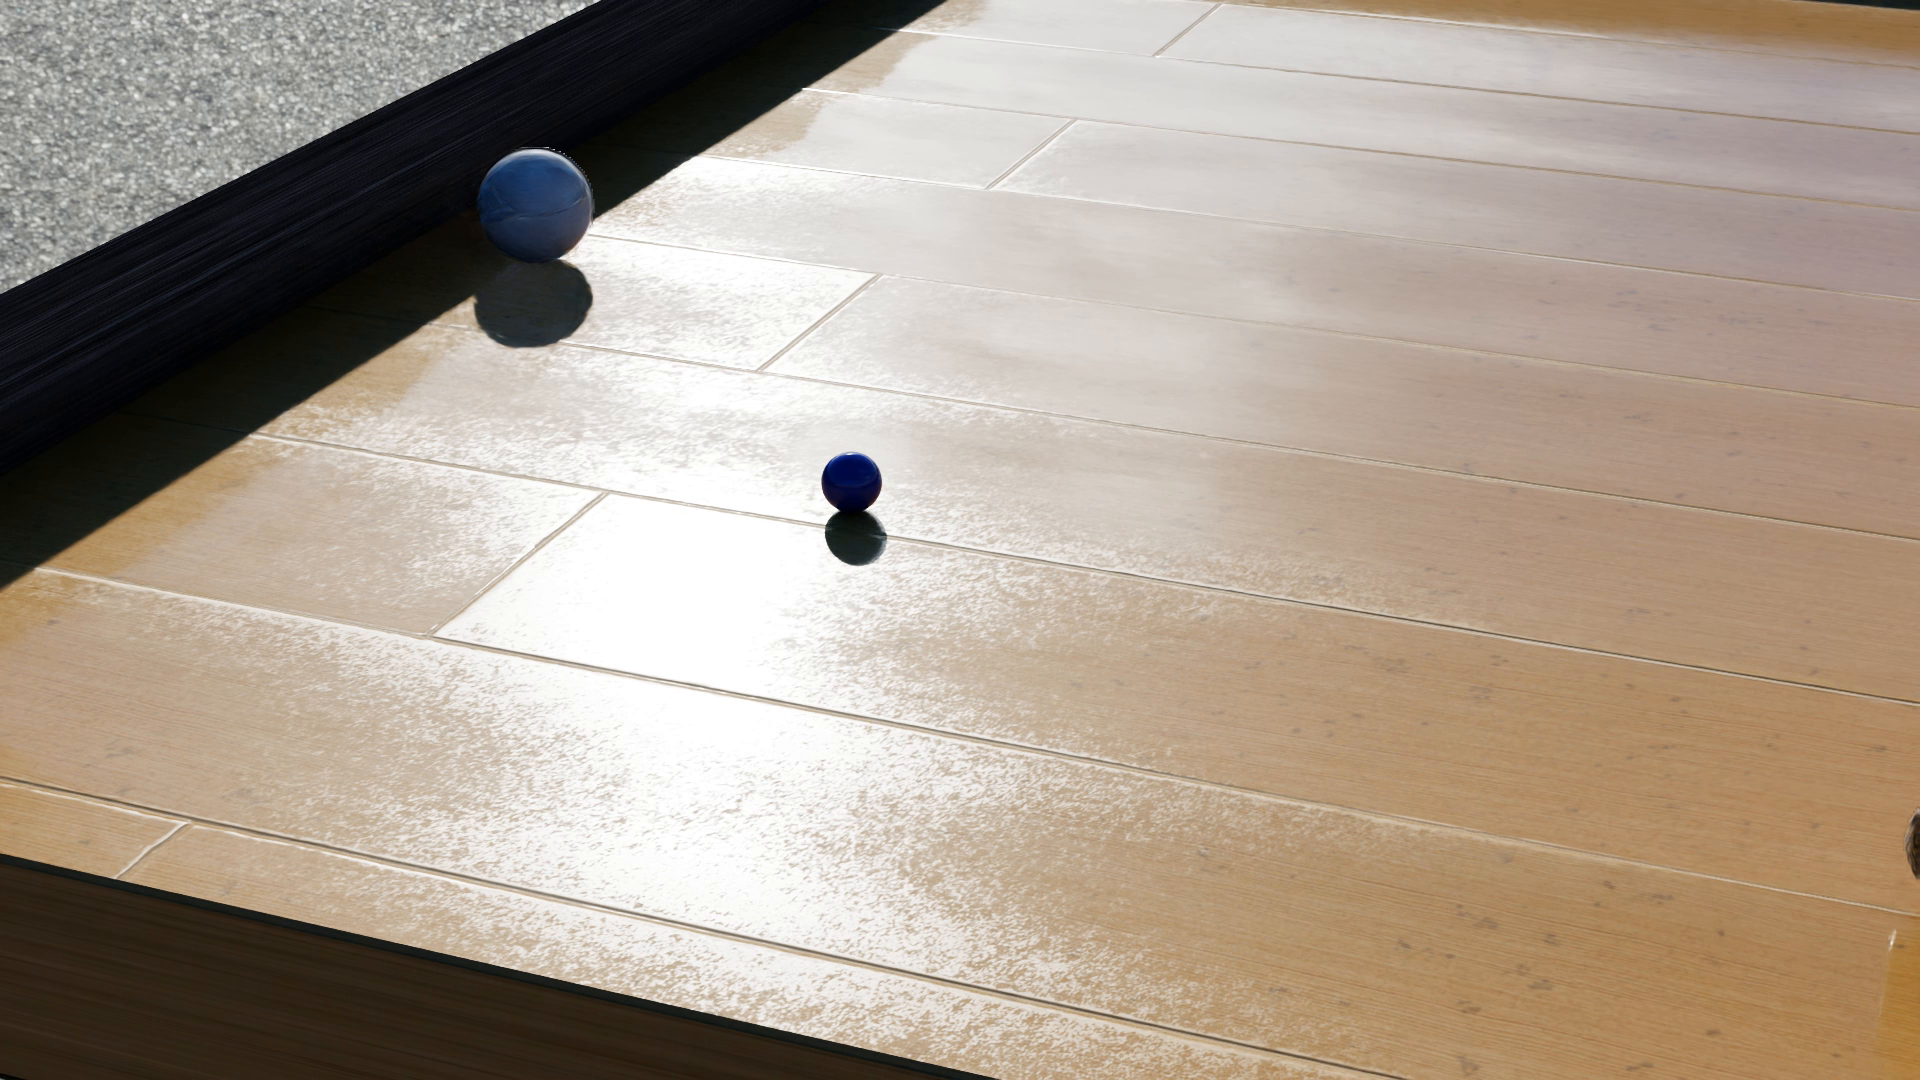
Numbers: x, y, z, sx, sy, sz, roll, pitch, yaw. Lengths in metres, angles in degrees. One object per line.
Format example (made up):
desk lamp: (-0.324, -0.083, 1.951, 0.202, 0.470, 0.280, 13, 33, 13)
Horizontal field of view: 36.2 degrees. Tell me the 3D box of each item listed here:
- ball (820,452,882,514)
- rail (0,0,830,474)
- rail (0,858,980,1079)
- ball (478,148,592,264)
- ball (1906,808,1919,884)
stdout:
ball: (-0.075, -0.040, 2.039, 0.043, 0.043, 0.043, 0, 24, 0)
rail: (-0.389, -0.394, 2.715, 0.045, 0.127, 2.745, 9, 26, 19)
rail: (-0.242, 0.228, 1.344, 1.420, 0.127, 0.045, 9, 26, 19)
ball: (-0.363, -0.285, 2.513, 0.098, 0.098, 0.098, 0, 24, 0)
ball: (0.537, 0.163, 1.563, 0.066, 0.066, 0.066, 0, 24, 0)
